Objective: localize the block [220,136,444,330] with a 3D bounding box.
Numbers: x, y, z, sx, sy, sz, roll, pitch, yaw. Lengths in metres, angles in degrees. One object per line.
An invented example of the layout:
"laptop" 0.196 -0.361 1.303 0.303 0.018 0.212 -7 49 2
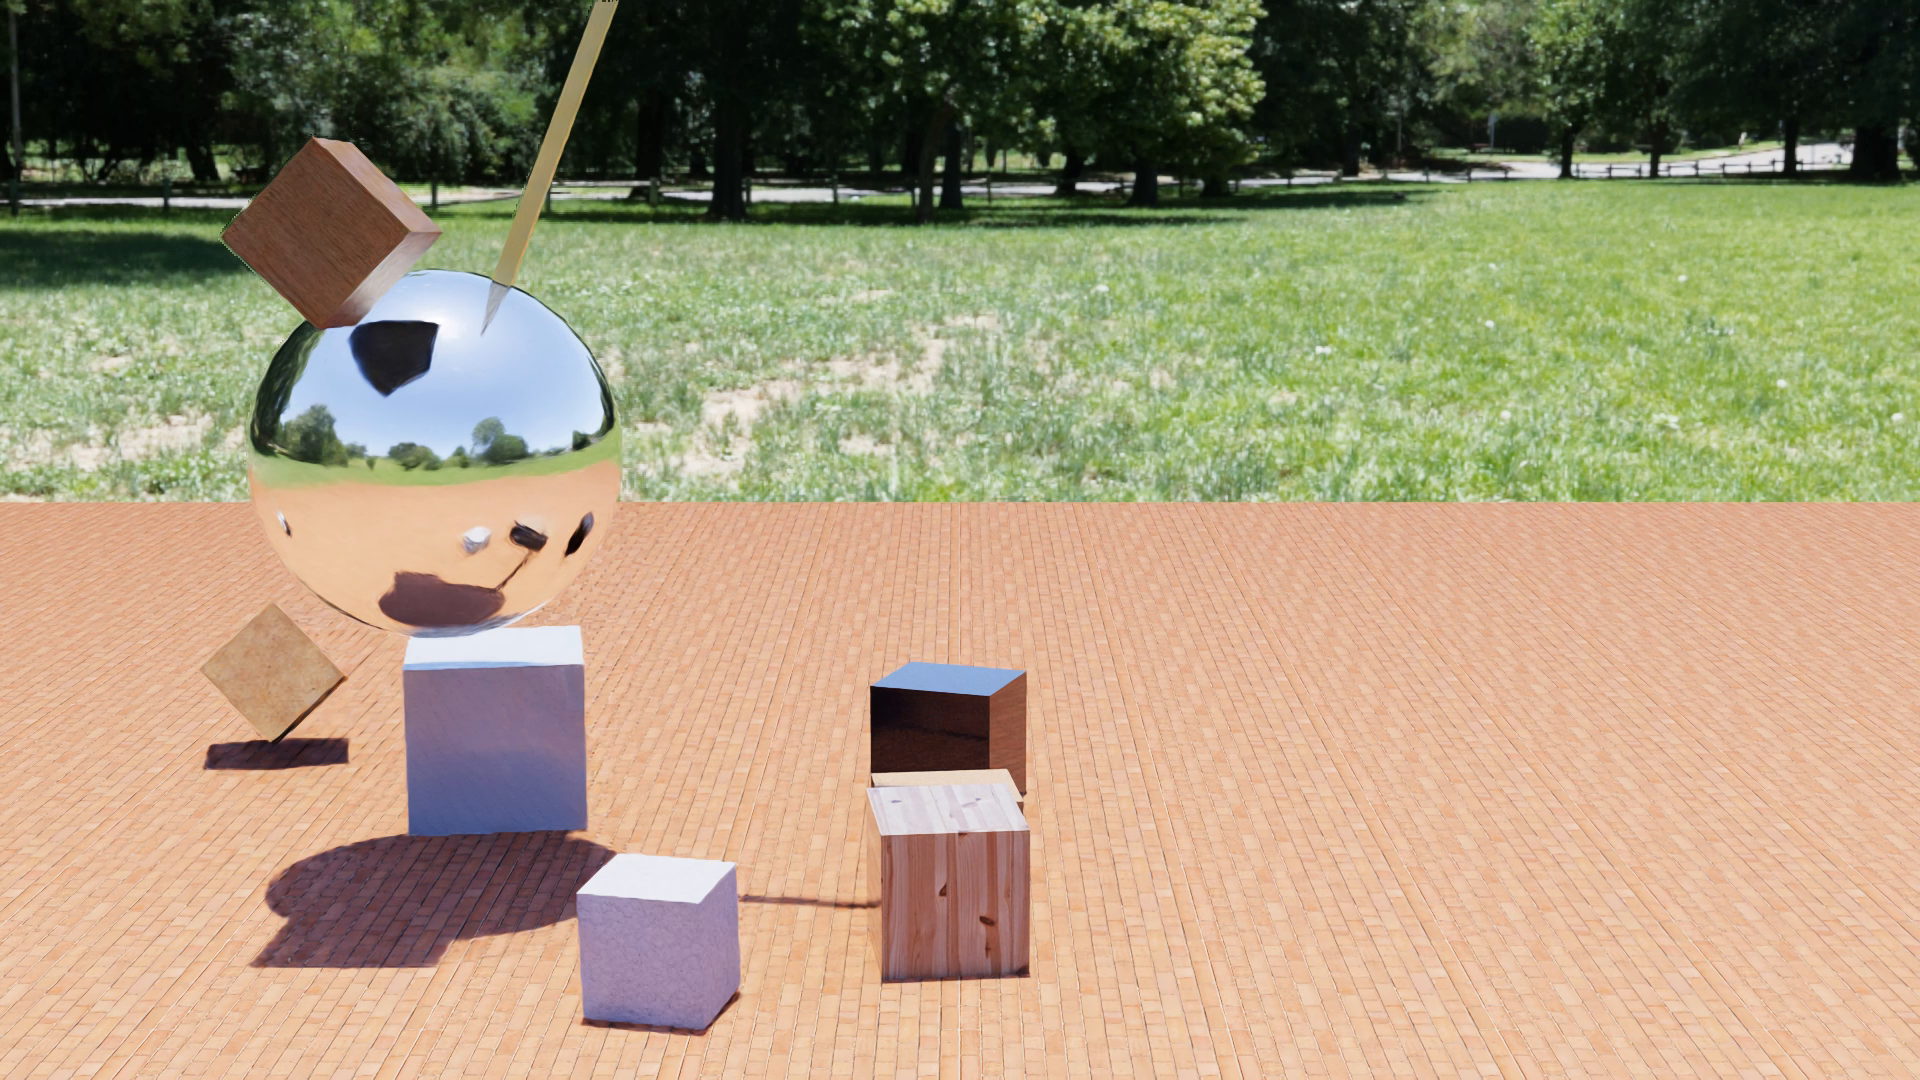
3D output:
"block" -2.484 -1.216 10.202 0.516 0.532 0.589 44 6 -4

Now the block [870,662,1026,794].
"block" -0.051 0.971 12.517 0.608 0.610 0.554 4 11 20

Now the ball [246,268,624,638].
"ball" -2.261 -0.372 11.113 1.600 1.600 1.600 0 10 0

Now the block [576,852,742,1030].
"block" -1.137 1.517 9.735 0.482 0.504 0.417 3 15 14

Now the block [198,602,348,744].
"block" -3.571 0.699 13.374 0.502 0.522 0.535 -44 4 -12

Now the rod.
"rod" -0.980 -3.470 10.549 0.080 5.200 0.080 22 10 -4

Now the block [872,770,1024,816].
"block" -0.060 1.303 10.976 0.596 0.509 0.507 -1 10 -7

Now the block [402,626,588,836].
"block" -2.229 0.905 12.366 0.826 0.795 0.854 -2 10 -9

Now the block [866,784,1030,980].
"block" -0.057 1.370 10.382 0.586 0.589 0.676 -1 10 -7
